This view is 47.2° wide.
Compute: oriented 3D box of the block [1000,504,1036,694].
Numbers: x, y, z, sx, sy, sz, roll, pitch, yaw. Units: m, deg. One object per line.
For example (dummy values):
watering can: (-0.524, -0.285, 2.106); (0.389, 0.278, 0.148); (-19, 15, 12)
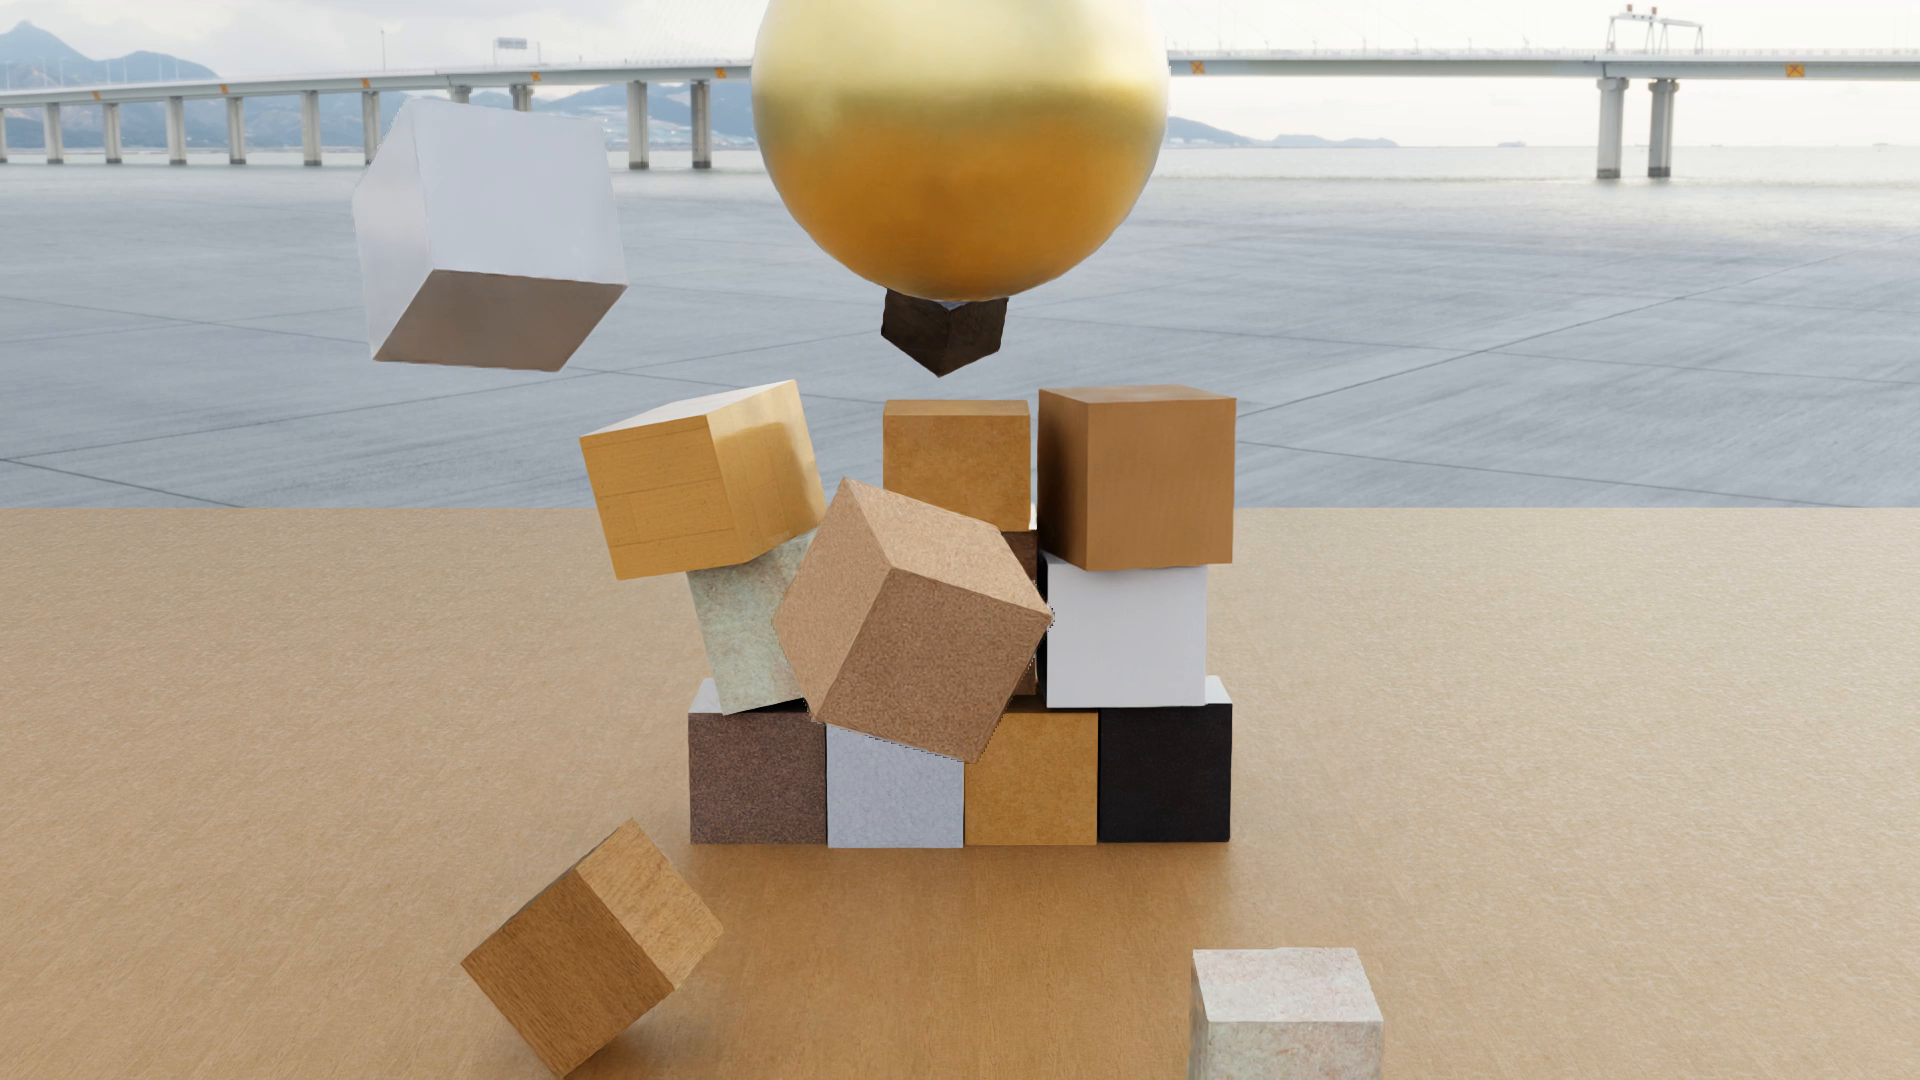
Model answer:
block: (-0.003, 0.286, 11.197); (0.769, 0.825, 0.792); (0, 10, 1)

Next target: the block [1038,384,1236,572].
block: (0.871, -0.328, 11.012); (0.767, 0.816, 0.731); (-3, 10, -17)

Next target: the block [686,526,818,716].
block: (-0.877, 0.341, 11.258); (0.791, 0.771, 0.829); (-13, 10, 3)

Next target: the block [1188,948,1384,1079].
block: (1.123, 1.826, 7.695); (0.587, 0.603, 0.535); (0, 16, 0)

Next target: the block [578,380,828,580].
block: (-1.264, -0.304, 10.981); (0.771, 0.737, 0.825); (-8, 11, 29)

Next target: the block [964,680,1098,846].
block: (0.356, 1.139, 11.386); (0.666, 0.685, 0.708); (0, 10, 0)

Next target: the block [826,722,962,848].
block: (-0.325, 1.081, 11.372); (0.679, 0.803, 0.798); (0, 10, 0)

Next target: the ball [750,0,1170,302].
ball: (0.000, -1.712, 8.413); (1.600, 1.600, 1.600); (0, 10, 0)

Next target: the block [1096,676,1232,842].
block: (1.034, 1.121, 11.374); (0.659, 0.718, 0.613); (0, 10, 0)

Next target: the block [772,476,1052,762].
block: (-0.157, 0.240, 6.720); (0.550, 0.537, 0.579); (18, 21, -26)

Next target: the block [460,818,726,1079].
block: (-1.409, 1.572, 8.511); (0.629, 0.583, 0.607); (-39, 1, 16)

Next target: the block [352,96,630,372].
block: (-1.693, -1.074, 7.877); (0.708, 0.670, 0.671); (1, -24, -33)

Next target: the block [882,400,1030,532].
block: (-0.018, -0.376, 10.941); (0.716, 0.568, 0.610); (0, 10, 0)

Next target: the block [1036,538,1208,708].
block: (0.812, 0.410, 11.261); (0.788, 0.723, 0.767); (0, 10, -2)

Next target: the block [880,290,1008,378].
block: (-0.075, -1.166, 11.146); (0.429, 0.407, 0.440); (-28, 52, -36)

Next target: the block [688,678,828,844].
block: (-1.019, 1.135, 11.407); (0.684, 0.685, 0.723); (0, 10, 0)
